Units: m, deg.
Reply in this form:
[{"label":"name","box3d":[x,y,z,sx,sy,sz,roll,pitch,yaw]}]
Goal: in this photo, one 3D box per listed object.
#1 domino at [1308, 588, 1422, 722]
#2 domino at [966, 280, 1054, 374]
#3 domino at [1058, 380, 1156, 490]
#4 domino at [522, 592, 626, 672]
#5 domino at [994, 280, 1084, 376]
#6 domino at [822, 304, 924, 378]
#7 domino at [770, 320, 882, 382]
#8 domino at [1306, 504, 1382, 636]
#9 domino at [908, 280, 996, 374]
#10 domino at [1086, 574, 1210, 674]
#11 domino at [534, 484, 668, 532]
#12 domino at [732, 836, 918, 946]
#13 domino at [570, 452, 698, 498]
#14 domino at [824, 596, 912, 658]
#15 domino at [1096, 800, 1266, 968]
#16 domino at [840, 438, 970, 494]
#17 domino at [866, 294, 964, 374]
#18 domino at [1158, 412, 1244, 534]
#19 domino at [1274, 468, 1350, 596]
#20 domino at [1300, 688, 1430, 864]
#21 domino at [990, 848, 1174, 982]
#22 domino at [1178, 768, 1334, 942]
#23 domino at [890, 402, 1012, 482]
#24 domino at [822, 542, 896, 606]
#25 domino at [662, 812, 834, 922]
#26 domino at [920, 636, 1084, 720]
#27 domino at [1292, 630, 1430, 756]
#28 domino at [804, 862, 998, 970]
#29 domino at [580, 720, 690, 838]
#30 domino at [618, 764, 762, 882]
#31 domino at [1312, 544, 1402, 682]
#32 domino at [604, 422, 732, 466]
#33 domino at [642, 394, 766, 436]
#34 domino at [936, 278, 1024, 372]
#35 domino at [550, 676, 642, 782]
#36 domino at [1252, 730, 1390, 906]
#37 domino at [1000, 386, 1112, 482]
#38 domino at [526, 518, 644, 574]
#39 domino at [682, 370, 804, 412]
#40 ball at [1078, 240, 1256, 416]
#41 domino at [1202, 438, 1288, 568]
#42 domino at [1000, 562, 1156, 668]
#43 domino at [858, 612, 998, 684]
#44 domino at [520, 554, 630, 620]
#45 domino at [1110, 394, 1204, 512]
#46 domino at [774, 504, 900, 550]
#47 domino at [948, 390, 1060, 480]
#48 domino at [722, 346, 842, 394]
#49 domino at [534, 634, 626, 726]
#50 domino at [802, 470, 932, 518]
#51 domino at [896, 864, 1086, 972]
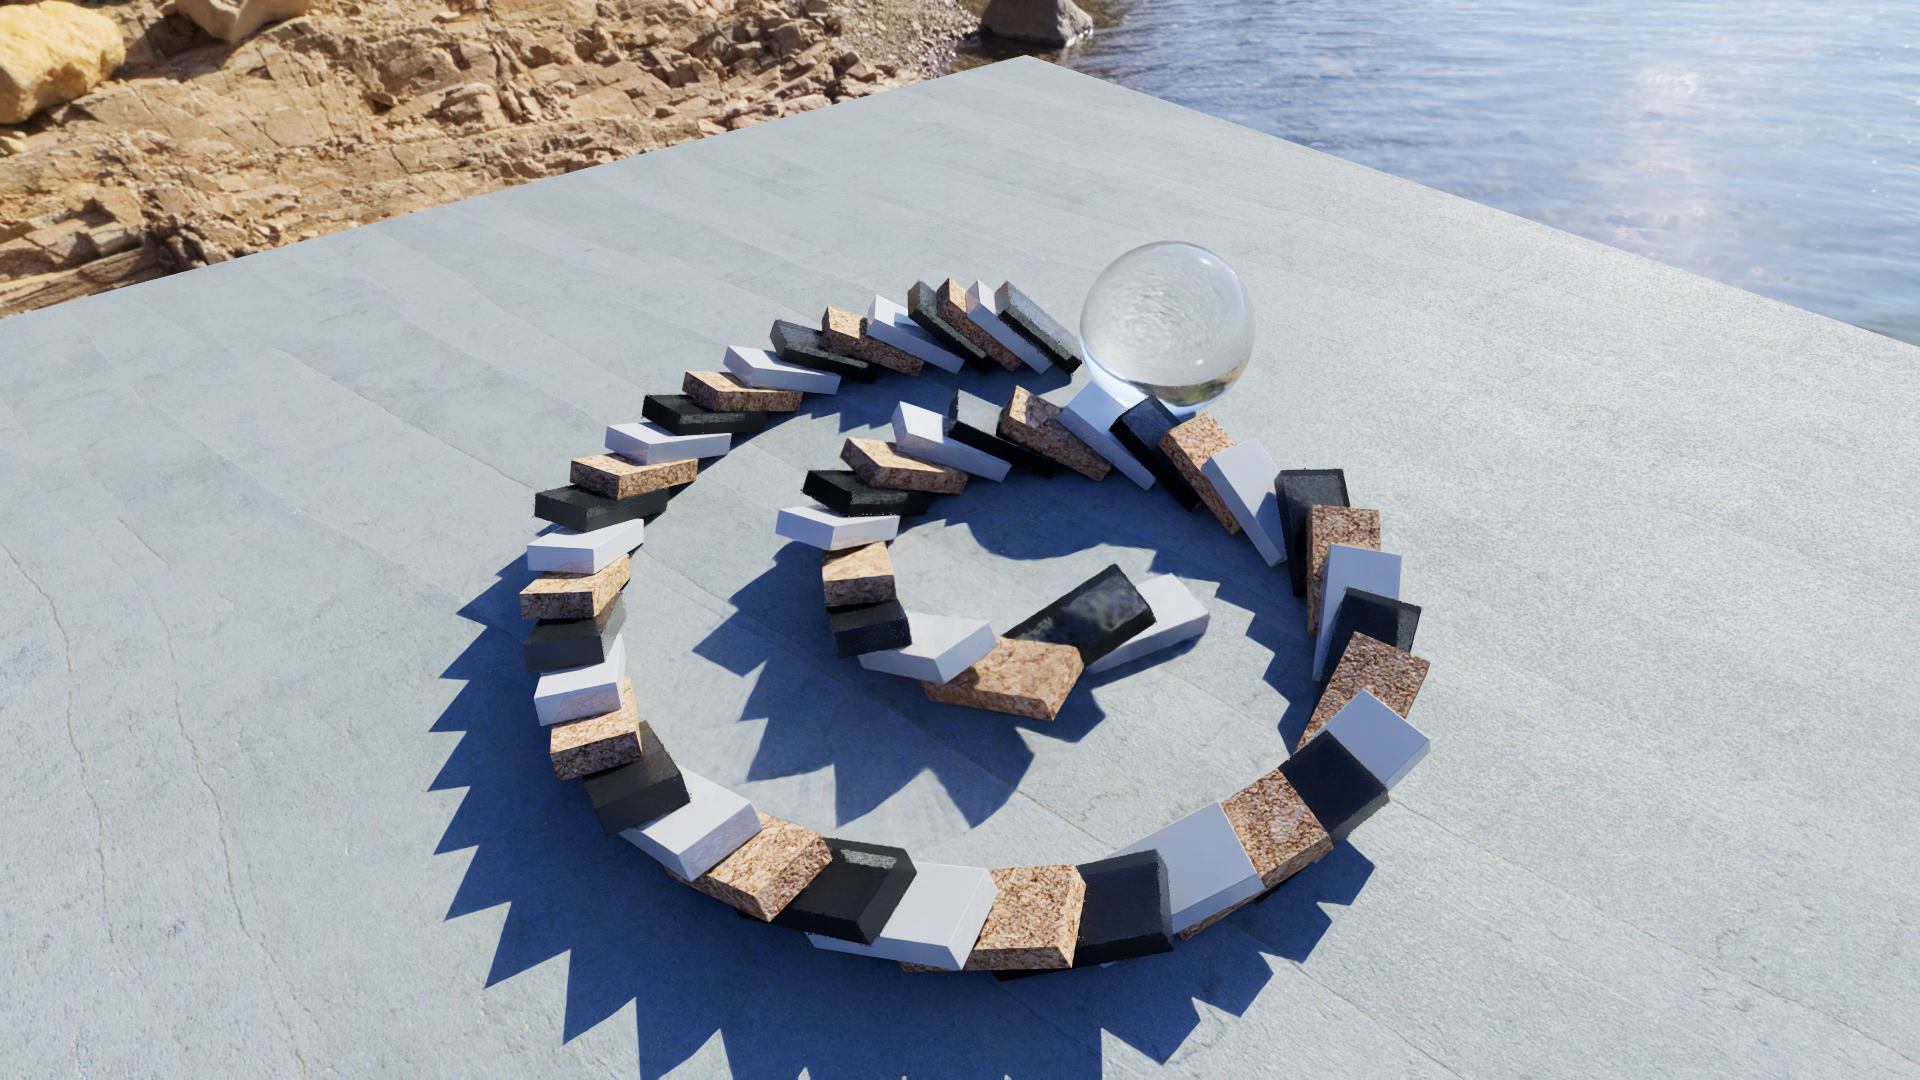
[{"label":"domino","box3d":[0.138,0.043,0.375,0.025,0.009,0.050,16,68,19]},{"label":"domino","box3d":[0.025,-0.106,0.549,0.050,0.010,0.025,34,31,-26]},{"label":"domino","box3d":[0.070,-0.046,0.483,0.050,0.009,0.025,39,48,5]},{"label":"domino","box3d":[-0.135,0.032,0.389,0.025,0.010,0.050,-6,15,-8]},{"label":"domino","box3d":[0.039,-0.106,0.548,0.050,0.009,0.025,34,31,-26]},{"label":"domino","box3d":[-0.044,-0.099,0.549,0.050,0.009,0.025,16,35,-21]},{"label":"domino","box3d":[-0.066,-0.093,0.540,0.050,0.009,0.025,10,32,-31]},{"label":"domino","box3d":[0.144,0.012,0.412,0.025,0.010,0.050,5,66,5]},{"label":"domino","box3d":[-0.004,-0.106,0.548,0.050,0.010,0.025,33,31,-27]},{"label":"domino","box3d":[0.064,0.030,0.406,0.050,0.010,0.025,-17,42,-20]},{"label":"domino","box3d":[-0.145,-0.015,0.447,0.025,0.009,0.050,16,17,19]},{"label":"domino","box3d":[-0.039,0.097,0.309,0.050,0.009,0.025,-4,32,36]},{"label":"domino","box3d":[-0.136,-0.029,0.463,0.025,0.009,0.050,17,18,20]},{"label":"domino","box3d":[-0.034,0.028,0.392,0.025,0.010,0.050,-11,15,-9]},{"label":"domino","box3d":[0.057,0.097,0.309,0.050,0.010,0.025,-28,41,5]},{"label":"domino","box3d":[-0.023,-0.031,0.464,0.050,0.010,0.025,3,29,-44]},{"label":"domino","box3d":[-0.022,-0.103,0.551,0.050,0.009,0.025,22,35,-19]},{"label":"domino","box3d":[0.109,-0.028,0.462,0.025,0.009,0.050,-26,72,-29]},{"label":"domino","box3d":[0.140,-0.003,0.430,0.025,0.009,0.050,-1,66,-4]},{"label":"domino","box3d":[0.117,0.072,0.339,0.050,0.009,0.025,-41,50,-7]},{"label":"domino","box3d":[0.032,0.103,0.301,0.050,0.010,0.025,-18,35,19]},{"label":"domino","box3d":[0.078,0.090,0.317,0.050,0.009,0.025,-32,44,1]},{"label":"domino","box3d":[-0.004,-0.043,0.479,0.050,0.010,0.025,16,33,-24]},{"label":"domino","box3d":[-0.039,0.012,0.412,0.025,0.009,0.050,-6,14,-7]},{"label":"domino","box3d":[-0.063,0.091,0.317,0.050,0.009,0.025,2,32,44]},{"label":"domino","box3d":[0.014,0.045,0.374,0.050,0.010,0.025,4,40,35]},{"label":"domino","box3d":[0.130,0.057,0.357,0.025,0.009,0.050,24,71,27]},{"label":"domino","box3d":[-0.017,0.102,0.303,0.050,0.009,0.025,-6,32,34]},{"label":"domino","box3d":[-0.102,0.072,0.339,0.025,0.009,0.050,-21,18,-23]},{"label":"domino","box3d":[-0.083,0.083,0.326,0.025,0.010,0.050,-33,24,-33]},{"label":"domino","box3d":[0.142,0.028,0.393,0.025,0.010,0.050,10,66,11]},{"label":"domino","box3d":[-0.127,-0.044,0.481,0.025,0.010,0.050,22,20,25]},{"label":"domino","box3d":[-0.115,-0.057,0.498,0.025,0.009,0.050,28,23,30]},{"label":"domino","box3d":[0.010,-0.108,0.550,0.050,0.010,0.025,34,30,-25]},{"label":"domino","box3d":[-0.117,0.060,0.355,0.025,0.009,0.050,-14,16,-15]},{"label":"domino","box3d":[0.099,0.082,0.327,0.050,0.010,0.025,-37,47,-3]},{"label":"domino","box3d":[0.043,-0.047,0.484,0.050,0.010,0.025,26,39,-9]},{"label":"domino","box3d":[-0.144,0.001,0.426,0.025,0.009,0.050,3,14,4]},{"label":"domino","box3d":[-0.101,-0.069,0.512,0.025,0.010,0.050,32,24,33]},{"label":"ball","box3d":[0.095,-0.096,0.506,0.080,0.080,0.080,0,39,0]},{"label":"domino","box3d":[0.123,-0.016,0.447,0.025,0.009,0.050,-22,69,-24]},{"label":"domino","box3d":[0.041,0.032,0.389,0.050,0.010,0.025,-33,44,-1]},{"label":"domino","box3d":[-0.013,0.036,0.380,0.025,0.010,0.050,-31,19,-32]},{"label":"domino","box3d":[-0.141,0.017,0.407,0.025,0.010,0.050,-2,15,-2]},{"label":"domino","box3d":[0.091,-0.038,0.473,0.025,0.009,0.050,-34,76,-35]},{"label":"domino","box3d":[-0.047,-0.006,0.431,0.025,0.010,0.050,16,12,23]},{"label":"domino","box3d":[0.020,-0.047,0.484,0.050,0.010,0.025,21,37,-15]},{"label":"domino","box3d":[-0.085,-0.081,0.527,0.050,0.009,0.025,-1,31,-43]},{"label":"domino","box3d":[-0.127,0.046,0.371,0.025,0.010,0.050,-11,16,-12]},{"label":"domino","box3d":[-0.037,-0.019,0.449,0.025,0.010,0.050,28,19,31]},{"label":"domino","box3d":[0.008,0.104,0.301,0.050,0.010,0.025,-12,33,26]}]
